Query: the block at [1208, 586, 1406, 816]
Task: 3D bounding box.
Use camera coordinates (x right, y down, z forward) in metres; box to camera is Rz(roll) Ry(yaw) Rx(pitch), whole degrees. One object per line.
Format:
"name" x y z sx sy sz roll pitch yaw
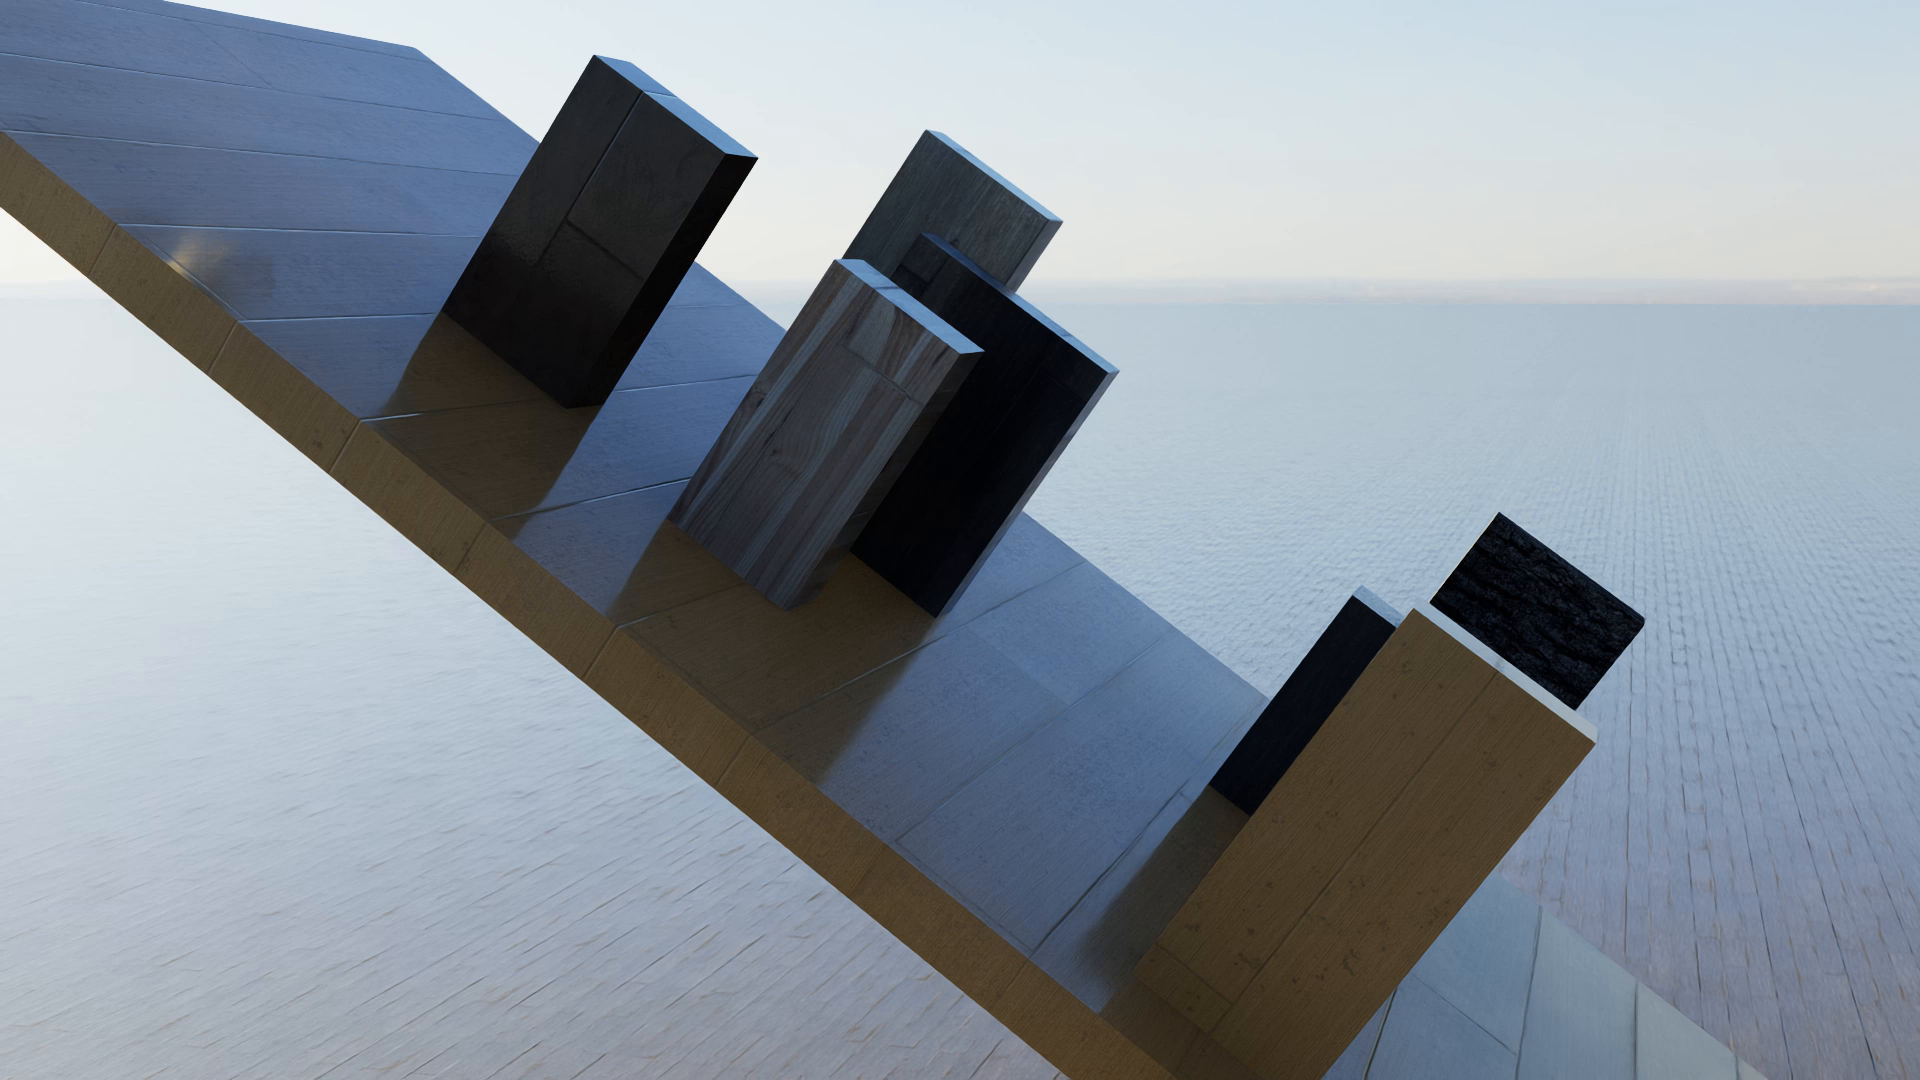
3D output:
"block" 0.744 0.373 4.118 0.336 0.454 0.143 38 16 10

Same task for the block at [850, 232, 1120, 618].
"block" -0.044 -0.209 4.024 0.427 0.554 0.092 38 16 10

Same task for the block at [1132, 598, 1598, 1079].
"block" 0.567 0.444 3.120 0.301 0.676 0.105 38 16 10

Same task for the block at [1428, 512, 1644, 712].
"block" 1.098 0.311 4.680 0.372 0.643 0.108 38 16 10

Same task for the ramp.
"ramp" -0.086 0.157 4.080 4.000 0.100 2.000 38 16 10

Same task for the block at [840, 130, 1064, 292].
"block" -0.109 -0.472 4.490 0.314 0.652 0.114 38 16 10

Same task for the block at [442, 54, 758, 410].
"block" -0.628 -0.531 3.821 0.293 0.528 0.145 38 16 10

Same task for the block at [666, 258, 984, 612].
"block" -0.223 -0.173 3.612 0.257 0.519 0.134 38 16 10
